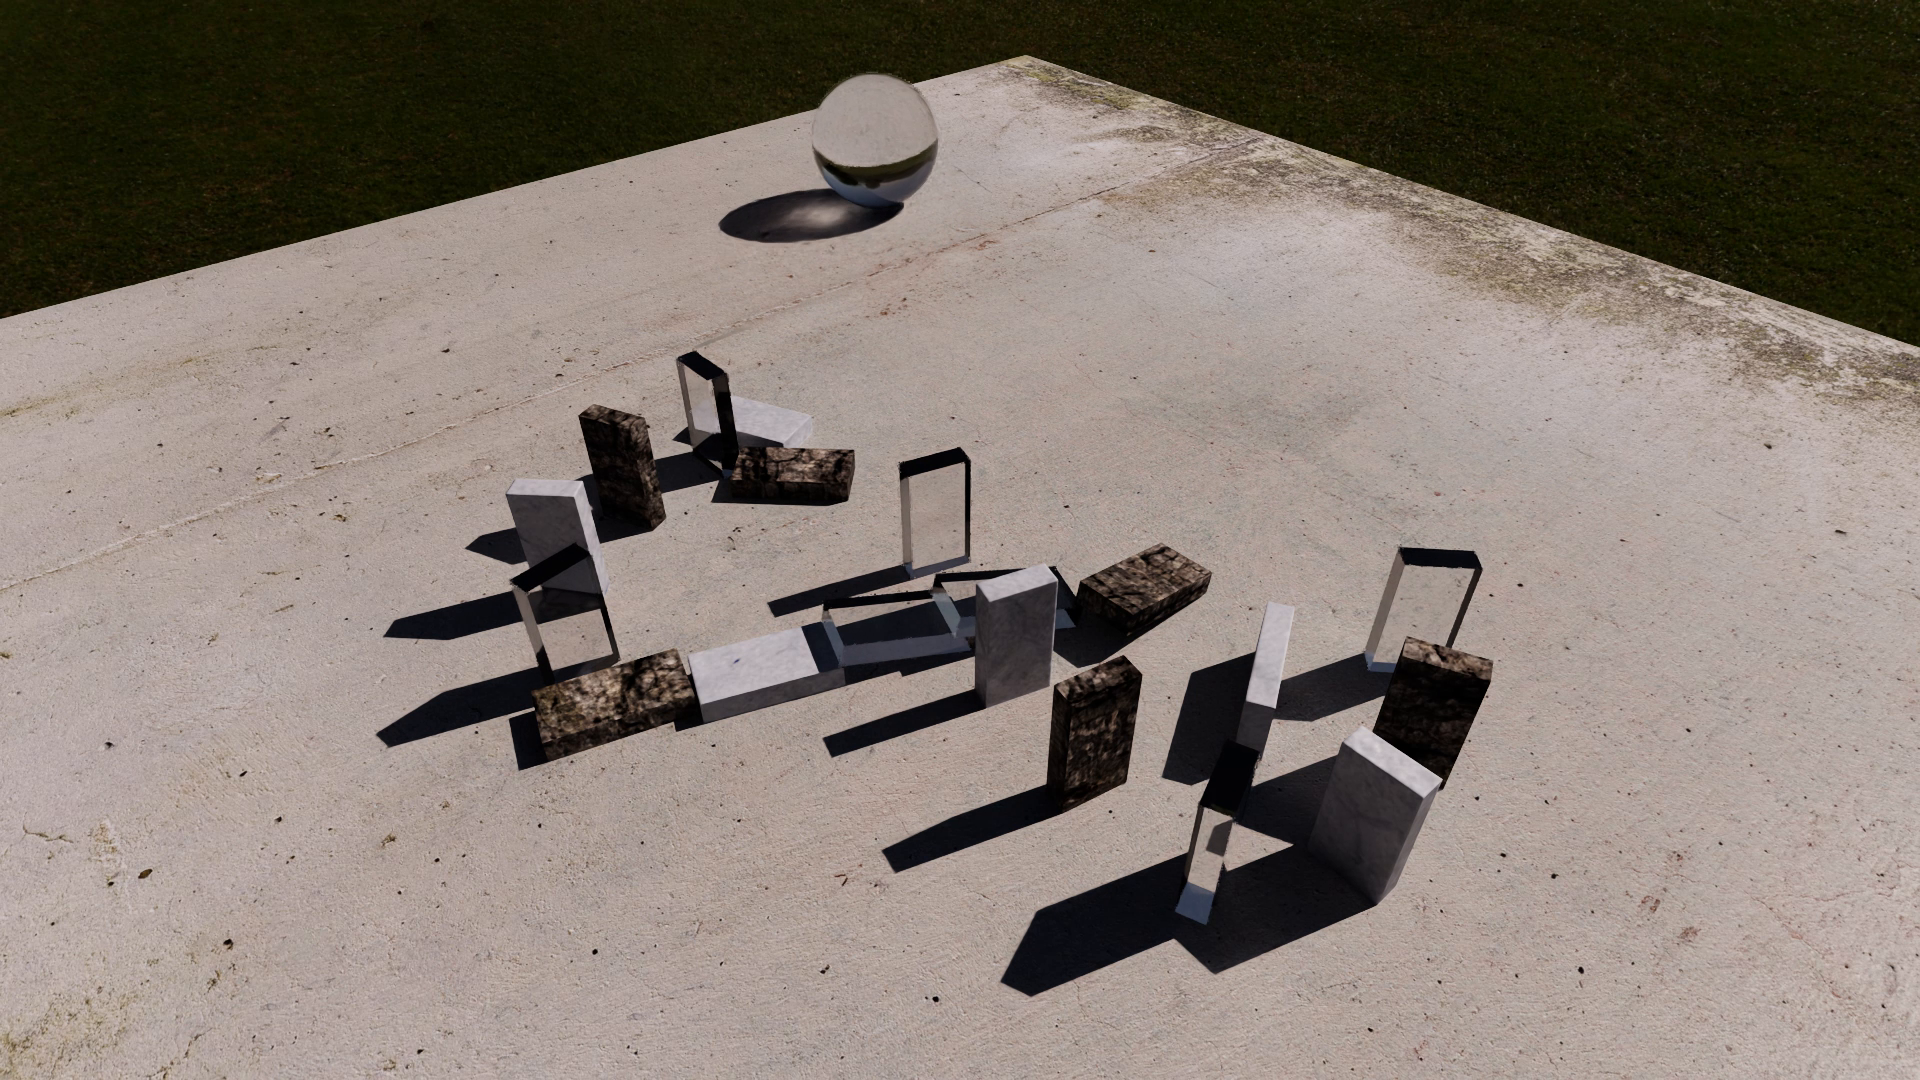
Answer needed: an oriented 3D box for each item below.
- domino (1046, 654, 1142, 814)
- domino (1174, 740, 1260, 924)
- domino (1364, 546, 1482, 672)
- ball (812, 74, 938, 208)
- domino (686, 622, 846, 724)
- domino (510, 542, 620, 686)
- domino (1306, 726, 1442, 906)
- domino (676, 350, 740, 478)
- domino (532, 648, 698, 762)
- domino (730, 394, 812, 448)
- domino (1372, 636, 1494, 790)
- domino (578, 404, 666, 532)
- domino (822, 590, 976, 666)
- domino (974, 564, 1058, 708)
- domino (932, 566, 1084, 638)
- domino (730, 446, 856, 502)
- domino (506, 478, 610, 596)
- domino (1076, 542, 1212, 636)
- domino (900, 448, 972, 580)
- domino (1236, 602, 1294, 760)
[{"bbox_3d":[0.041,0.060,0.338,0.025,0.050,0.009,-20,43,-23],"label":"domino"},{"bbox_3d":[0.072,0.083,0.310,0.010,0.050,0.025,18,43,21],"label":"domino"},{"bbox_3d":[0.159,0.025,0.381,0.025,0.050,0.009,3,39,4],"label":"domino"},{"bbox_3d":[-0.054,-0.252,0.695,0.080,0.080,0.080,0,39,0],"label":"ball"},{"bbox_3d":[-0.068,0.046,0.387,0.050,0.010,0.025,-13,41,-16],"label":"domino"},{"bbox_3d":[-0.134,0.028,0.377,0.009,0.050,0.025,28,47,30],"label":"domino"},{"bbox_3d":[0.117,0.079,0.315,0.010,0.050,0.025,-29,47,-30],"label":"domino"},{"bbox_3d":[-0.109,-0.054,0.477,0.009,0.050,0.025,-30,48,-31],"label":"domino"},{"bbox_3d":[-0.118,0.056,0.376,0.050,0.010,0.025,-16,42,-19],"label":"domino"},{"bbox_3d":[-0.096,-0.053,0.508,0.050,0.009,0.025,16,42,18],"label":"domino"},{"bbox_3d":[0.146,0.055,0.345,0.025,0.050,0.010,17,42,19],"label":"domino"},{"bbox_3d":[-0.137,-0.029,0.447,0.025,0.050,0.009,16,42,19],"label":"domino"},{"bbox_3d":[-0.022,0.031,0.398,0.050,0.009,0.025,-5,38,-23],"label":"domino"},{"bbox_3d":[0.018,0.033,0.371,0.025,0.050,0.010,-16,42,-19],"label":"domino"},{"bbox_3d":[0.017,0.022,0.407,0.050,0.009,0.025,-3,37,-25],"label":"domino"},{"bbox_3d":[-0.072,-0.029,0.479,0.050,0.010,0.025,2,39,2],"label":"domino"},{"bbox_3d":[-0.149,0.000,0.411,0.025,0.050,0.009,2,39,3],"label":"domino"},{"bbox_3d":[0.070,0.018,0.414,0.050,0.010,0.025,-21,43,-40],"label":"domino"},{"bbox_3d":[-0.009,-0.010,0.423,0.025,0.050,0.010,-16,42,-19],"label":"domino"},{"bbox_3d":[0.104,0.047,0.374,0.010,0.025,0.050,13,41,15],"label":"domino"}]
